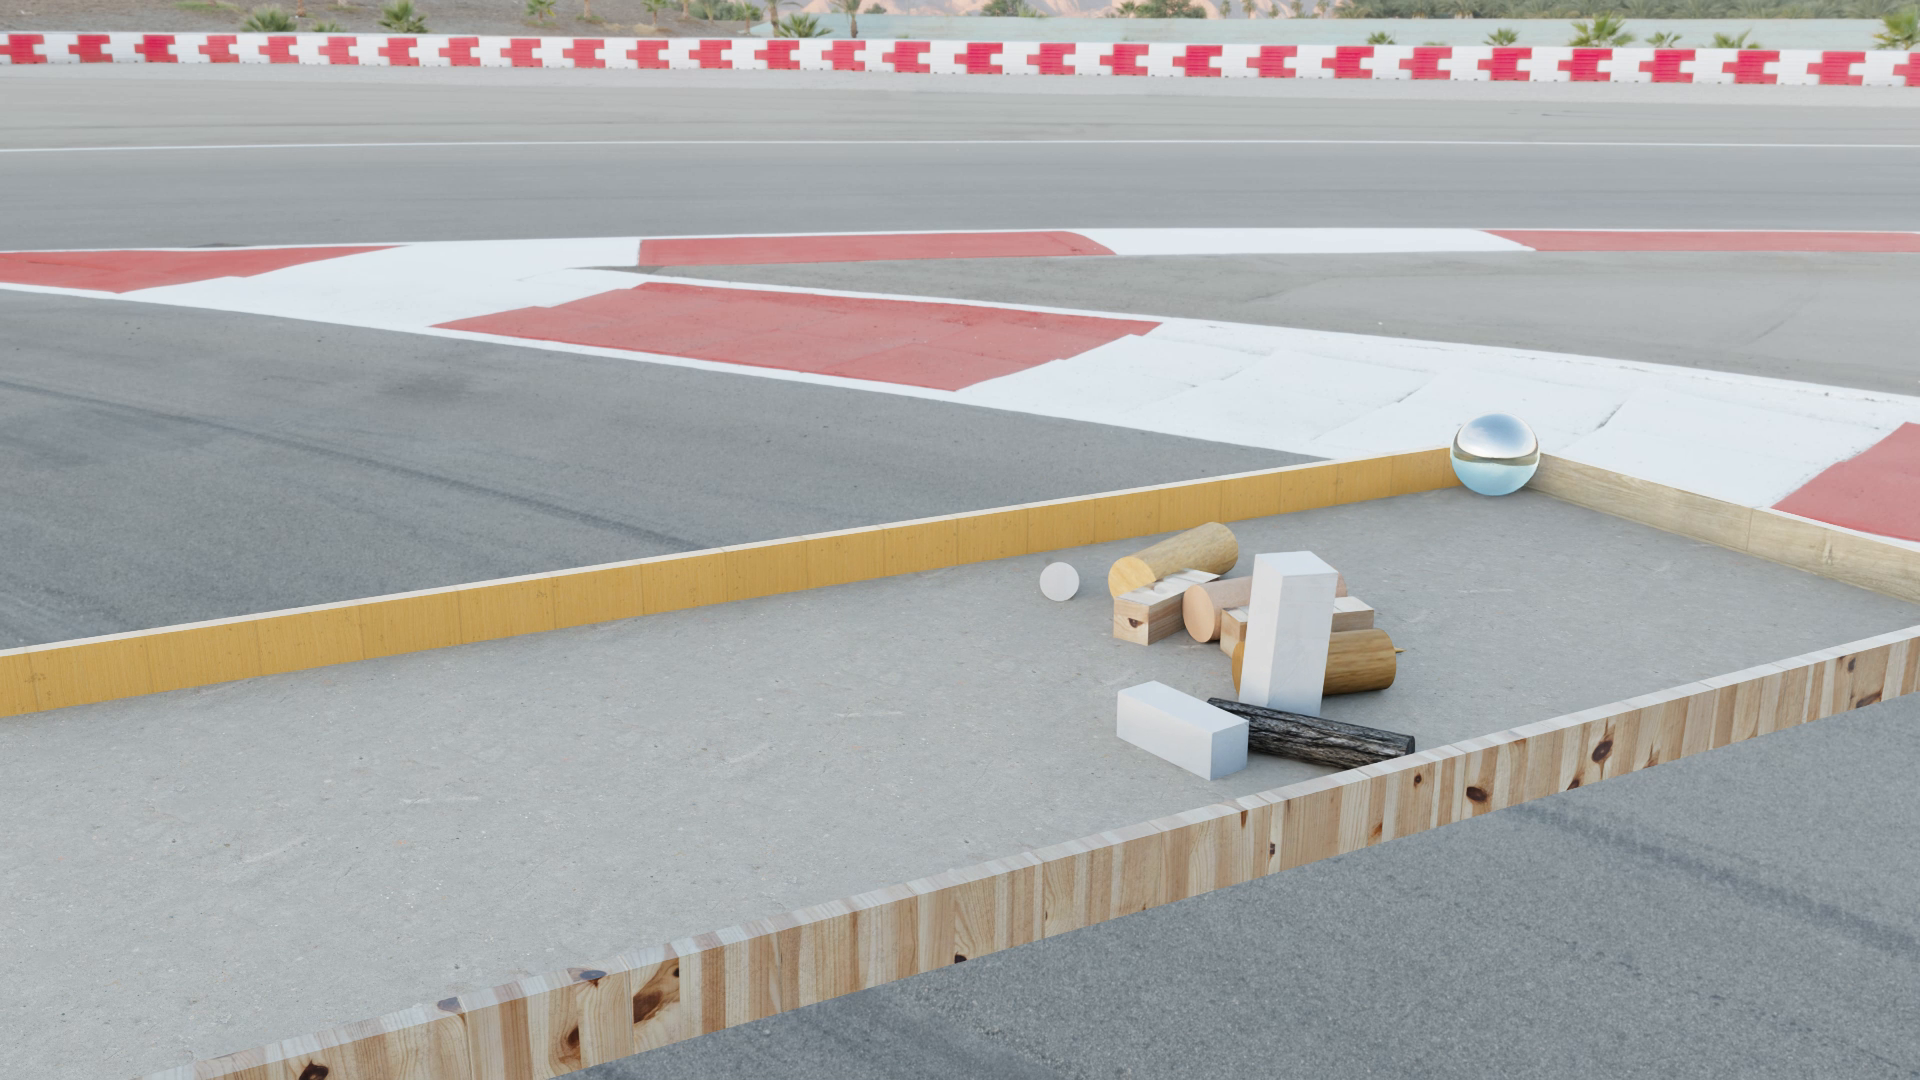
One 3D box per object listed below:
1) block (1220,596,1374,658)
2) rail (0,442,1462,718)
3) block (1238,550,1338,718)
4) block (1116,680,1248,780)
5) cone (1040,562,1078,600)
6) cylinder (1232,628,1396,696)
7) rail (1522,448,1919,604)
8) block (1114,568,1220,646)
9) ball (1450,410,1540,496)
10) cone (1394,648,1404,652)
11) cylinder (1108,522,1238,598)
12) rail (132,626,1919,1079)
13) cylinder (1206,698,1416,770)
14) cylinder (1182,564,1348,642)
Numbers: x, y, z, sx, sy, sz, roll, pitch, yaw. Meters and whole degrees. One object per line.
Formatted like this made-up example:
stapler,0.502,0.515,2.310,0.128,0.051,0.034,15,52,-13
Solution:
block,0.889,0.236,4.351,0.383,0.114,0.114,-4,17,-15
rail,-3.305,0.497,3.399,12.000,0.150,0.050,-9,18,-27
block,0.756,0.239,3.817,0.138,0.397,0.138,-3,21,-16
block,0.497,0.425,3.710,0.112,0.112,0.303,-12,20,-35
cone,0.287,0.095,4.933,0.113,0.113,0.373,0,8,0
cylinder,0.865,0.308,4.037,0.366,0.153,0.153,-4,17,-15
rail,2.466,-0.048,5.253,0.050,0.150,2.100,-9,18,-27
block,0.573,0.181,4.542,0.111,0.111,0.354,14,21,39
ball,1.902,-0.308,5.865,0.303,0.303,0.303,0,16,0
cone,0.978,0.280,4.263,0.455,0.157,0.157,3,14,-25
cylinder,0.628,0.075,4.810,0.163,0.163,0.458,13,21,37
rail,-2.336,1.006,1.665,12.000,0.150,0.050,-9,18,-27
cylinder,0.770,0.441,3.674,0.460,0.100,0.100,9,19,28
cylinder,0.833,0.170,4.500,0.434,0.156,0.156,-8,18,-24
